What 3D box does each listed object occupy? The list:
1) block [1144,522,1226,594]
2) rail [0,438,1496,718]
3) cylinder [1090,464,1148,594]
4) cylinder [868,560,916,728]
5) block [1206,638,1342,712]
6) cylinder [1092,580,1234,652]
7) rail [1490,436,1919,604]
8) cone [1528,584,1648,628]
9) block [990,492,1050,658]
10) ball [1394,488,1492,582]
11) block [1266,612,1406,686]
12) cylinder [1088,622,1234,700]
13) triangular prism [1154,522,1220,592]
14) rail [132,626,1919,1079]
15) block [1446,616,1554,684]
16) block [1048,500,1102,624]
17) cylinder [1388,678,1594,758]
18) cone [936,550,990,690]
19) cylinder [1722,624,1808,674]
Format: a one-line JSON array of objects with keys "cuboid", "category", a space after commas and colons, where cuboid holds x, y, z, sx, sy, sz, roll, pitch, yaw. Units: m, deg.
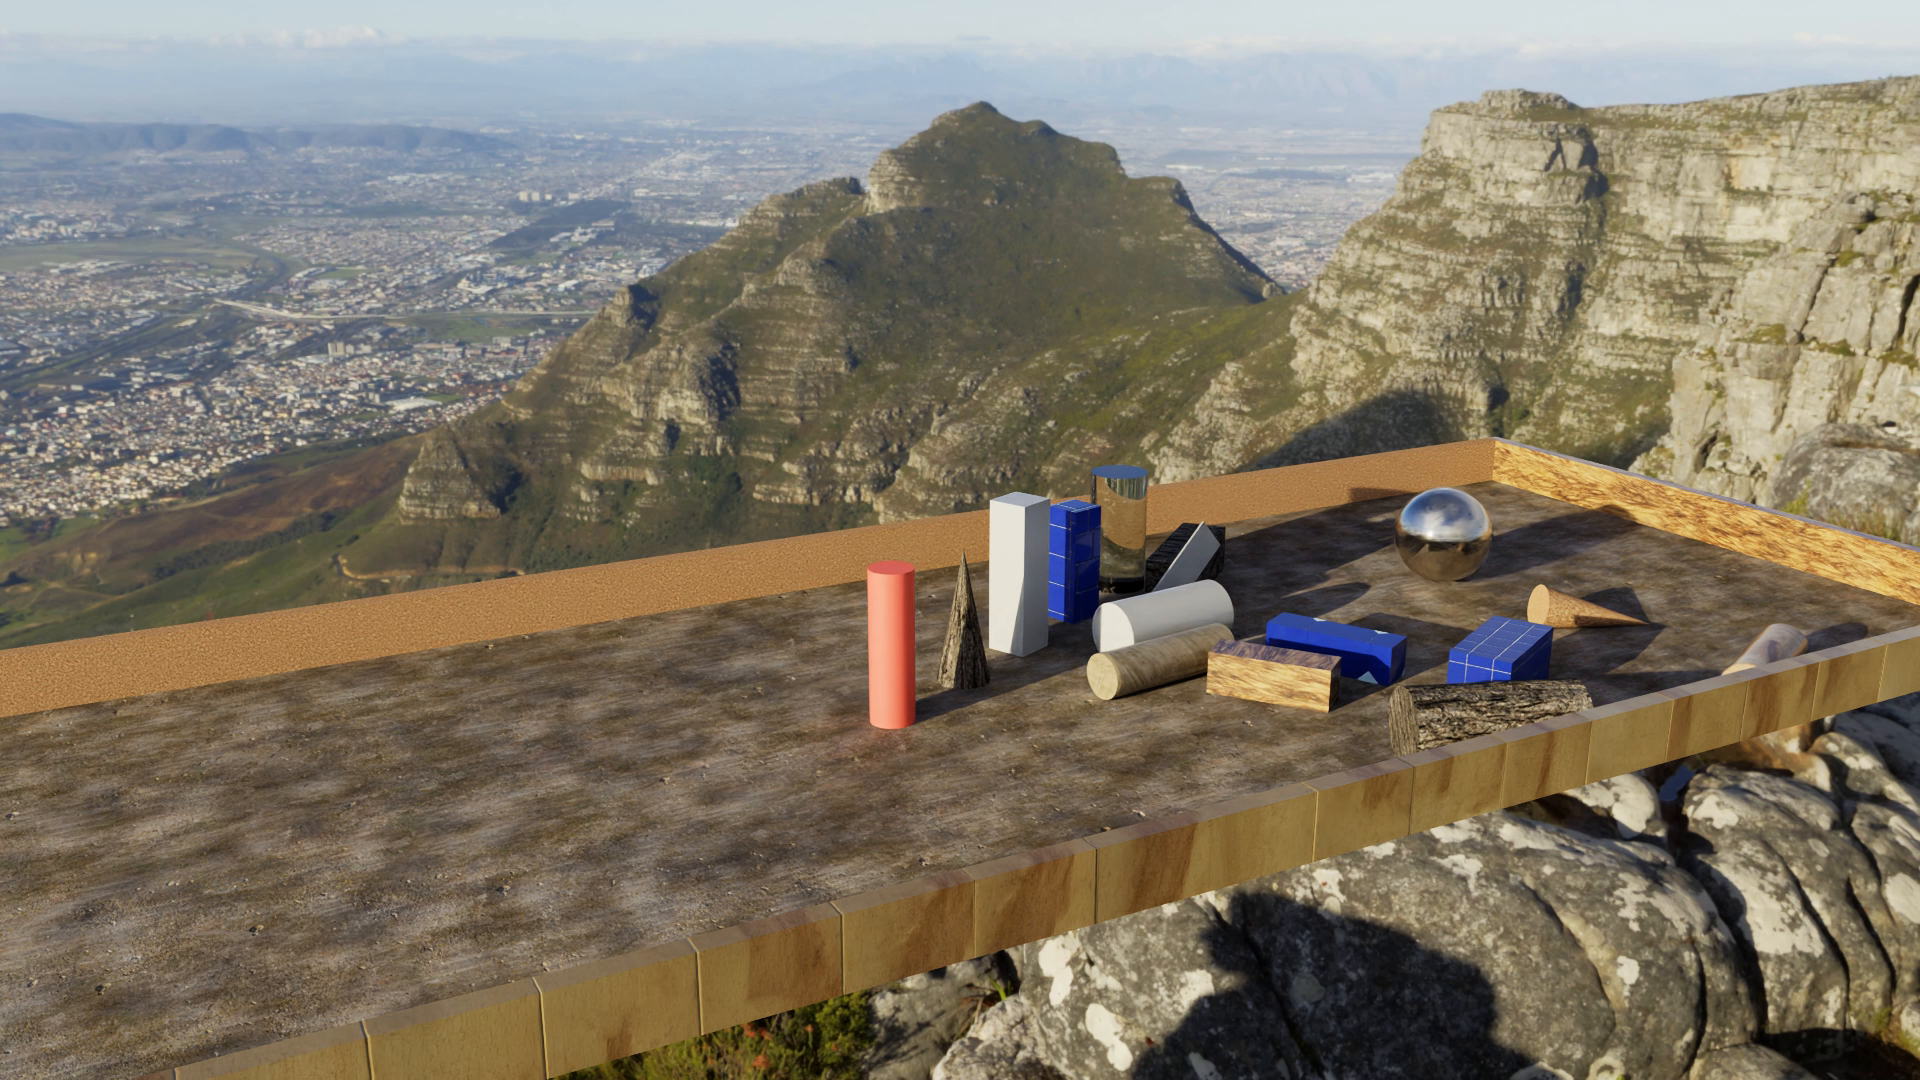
[{"cuboid": [0.669, 0.072, 4.872, 0.133, 0.133, 0.425, 6, 18, 21], "category": "block"}, {"cuboid": [-3.305, 0.497, 3.399, 12.000, 0.150, 0.050, -9, 18, -27], "category": "rail"}, {"cuboid": [0.464, -0.033, 4.852, 0.166, 0.346, 0.166, 0, 16, 0], "category": "cylinder"}, {"cuboid": [-0.159, 0.245, 3.852, 0.109, 0.378, 0.109, 0, 16, 0], "category": "cylinder"}, {"cuboid": [0.768, 0.330, 4.041, 0.302, 0.107, 0.107, 8, 18, 25], "category": "block"}, {"cuboid": [0.534, 0.215, 4.328, 0.346, 0.167, 0.167, -11, 20, -33], "category": "cylinder"}, {"cuboid": [2.466, -0.048, 5.253, 0.050, 0.150, 2.100, -9, 18, -27], "category": "rail"}, {"cuboid": [1.749, 0.209, 4.537, 0.336, 0.123, 0.123, 9, 15, -7], "category": "cone"}, {"cuboid": [0.156, 0.089, 4.331, 0.112, 0.406, 0.112, 13, 21, 37], "category": "block"}, {"cuboid": [1.438, -0.014, 4.906, 0.280, 0.280, 0.280, 0, 16, 0], "category": "ball"}, {"cuboid": [0.961, 0.277, 4.230, 0.336, 0.102, 0.102, 11, 20, 34], "category": "block"}, {"cuboid": [0.508, 0.301, 4.126, 0.394, 0.116, 0.116, -11, 20, -33], "category": "cylinder"}, {"cuboid": [0.584, 0.105, 4.549, 0.089, 0.077, 0.421, 13, 45, 31], "category": "triangular prism"}, {"cuboid": [-2.336, 1.006, 1.665, 12.000, 0.150, 0.050, -9, 18, -27], "category": "rail"}, {"cuboid": [1.321, 0.311, 4.034, 0.149, 0.149, 0.317, 12, 20, 34], "category": "block"}, {"cuboid": [0.316, 0.059, 4.585, 0.103, 0.320, 0.103, -15, 22, -42], "category": "block"}, {"cuboid": [1.178, 0.404, 3.666, 0.401, 0.177, 0.177, -2, 16, -7], "category": "cylinder"}, {"cuboid": [0.009, 0.185, 4.110, 0.135, 0.347, 0.135, 0, 16, 0], "category": "cone"}, {"cuboid": [1.983, 0.314, 4.064, 0.126, 0.126, 0.366, 12, 20, 36], "category": "cylinder"}]
